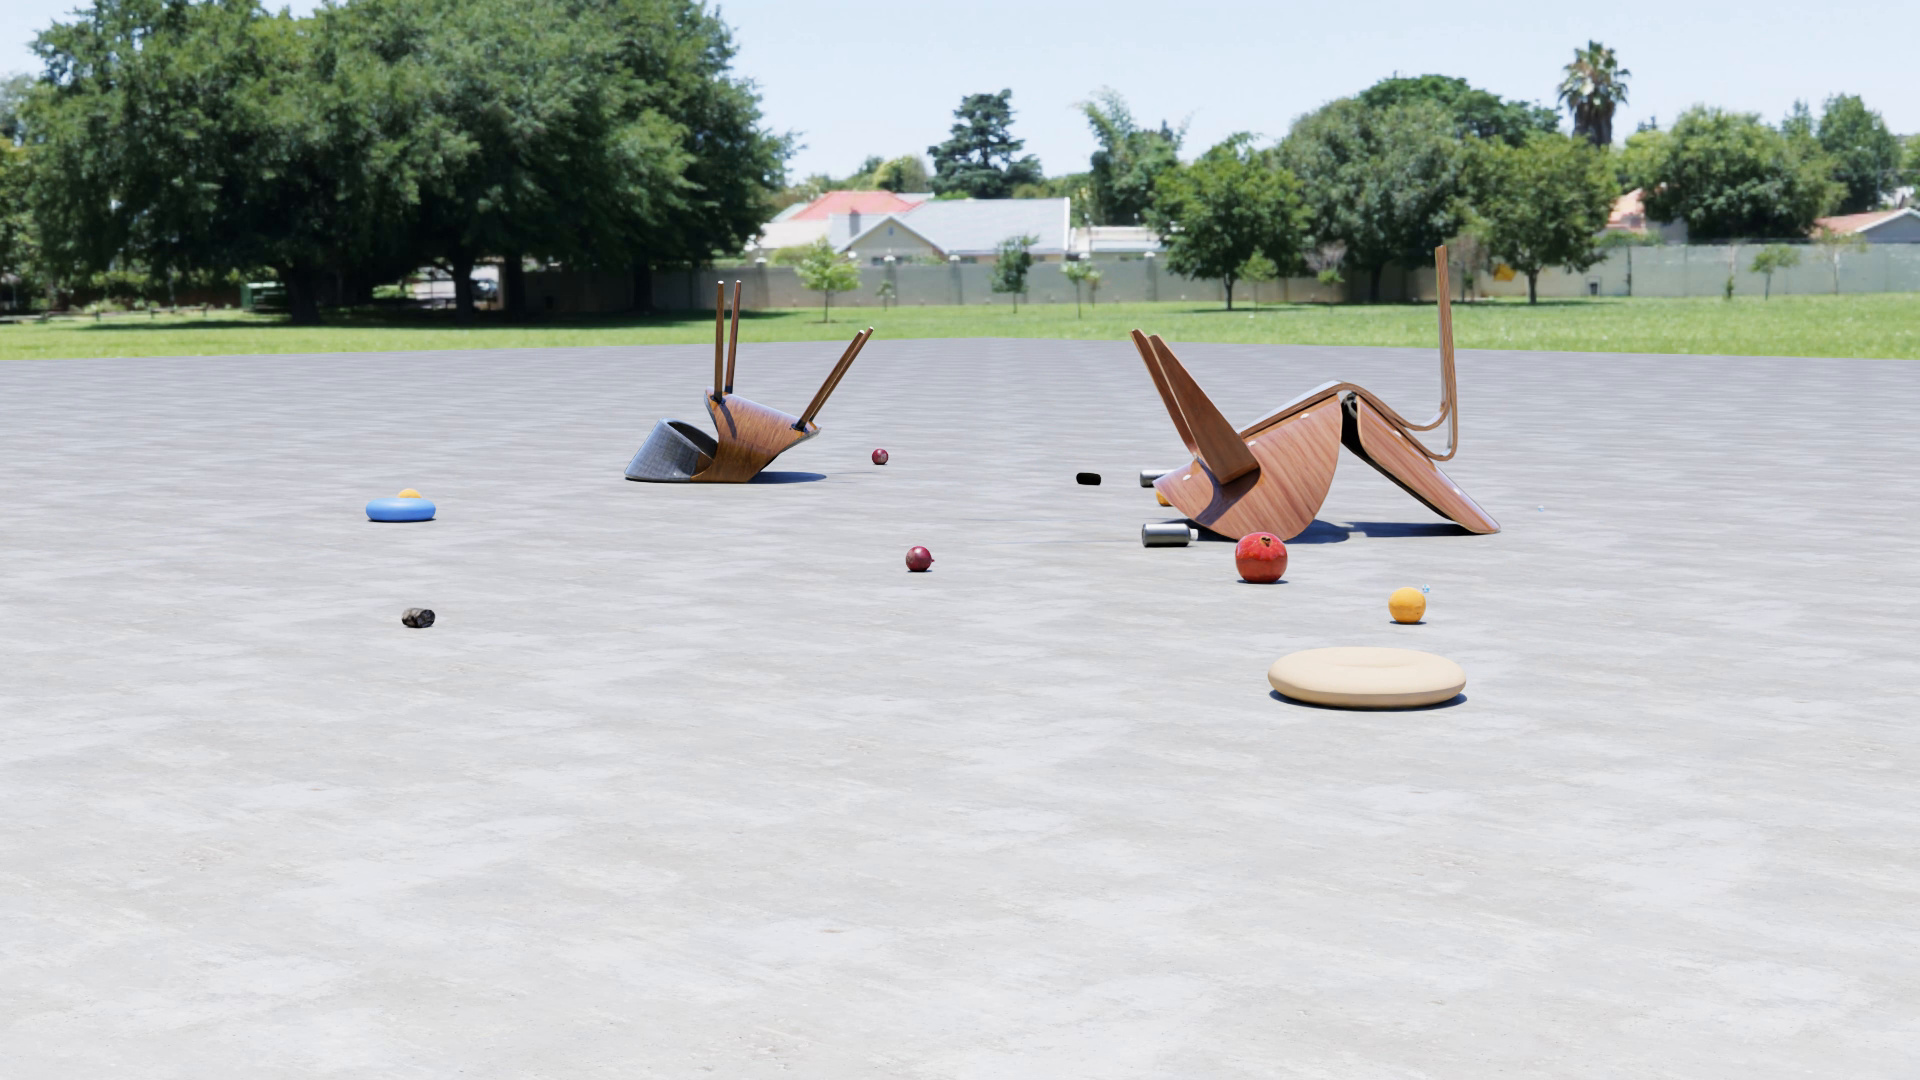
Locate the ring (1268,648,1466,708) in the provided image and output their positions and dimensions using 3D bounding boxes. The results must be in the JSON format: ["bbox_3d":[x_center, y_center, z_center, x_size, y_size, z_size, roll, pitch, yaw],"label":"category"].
[{"bbox_3d":[0.639,0.215,4.031,0.312,0.062,0.307,-5,9,-40],"label":"ring"}]

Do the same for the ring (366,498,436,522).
[{"bbox_3d":[-1.512,-0.081,6.935,0.188,0.056,0.173,1,5,8],"label":"ring"}]

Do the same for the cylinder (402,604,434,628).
[{"bbox_3d":[-1.019,0.146,4.827,0.044,0.035,0.046,-27,14,22],"label":"cylinder"}]

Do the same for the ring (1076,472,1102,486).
[{"bbox_3d":[0.407,-0.194,8.123,0.053,0.035,0.106,-2,7,-39],"label":"ring"}]
